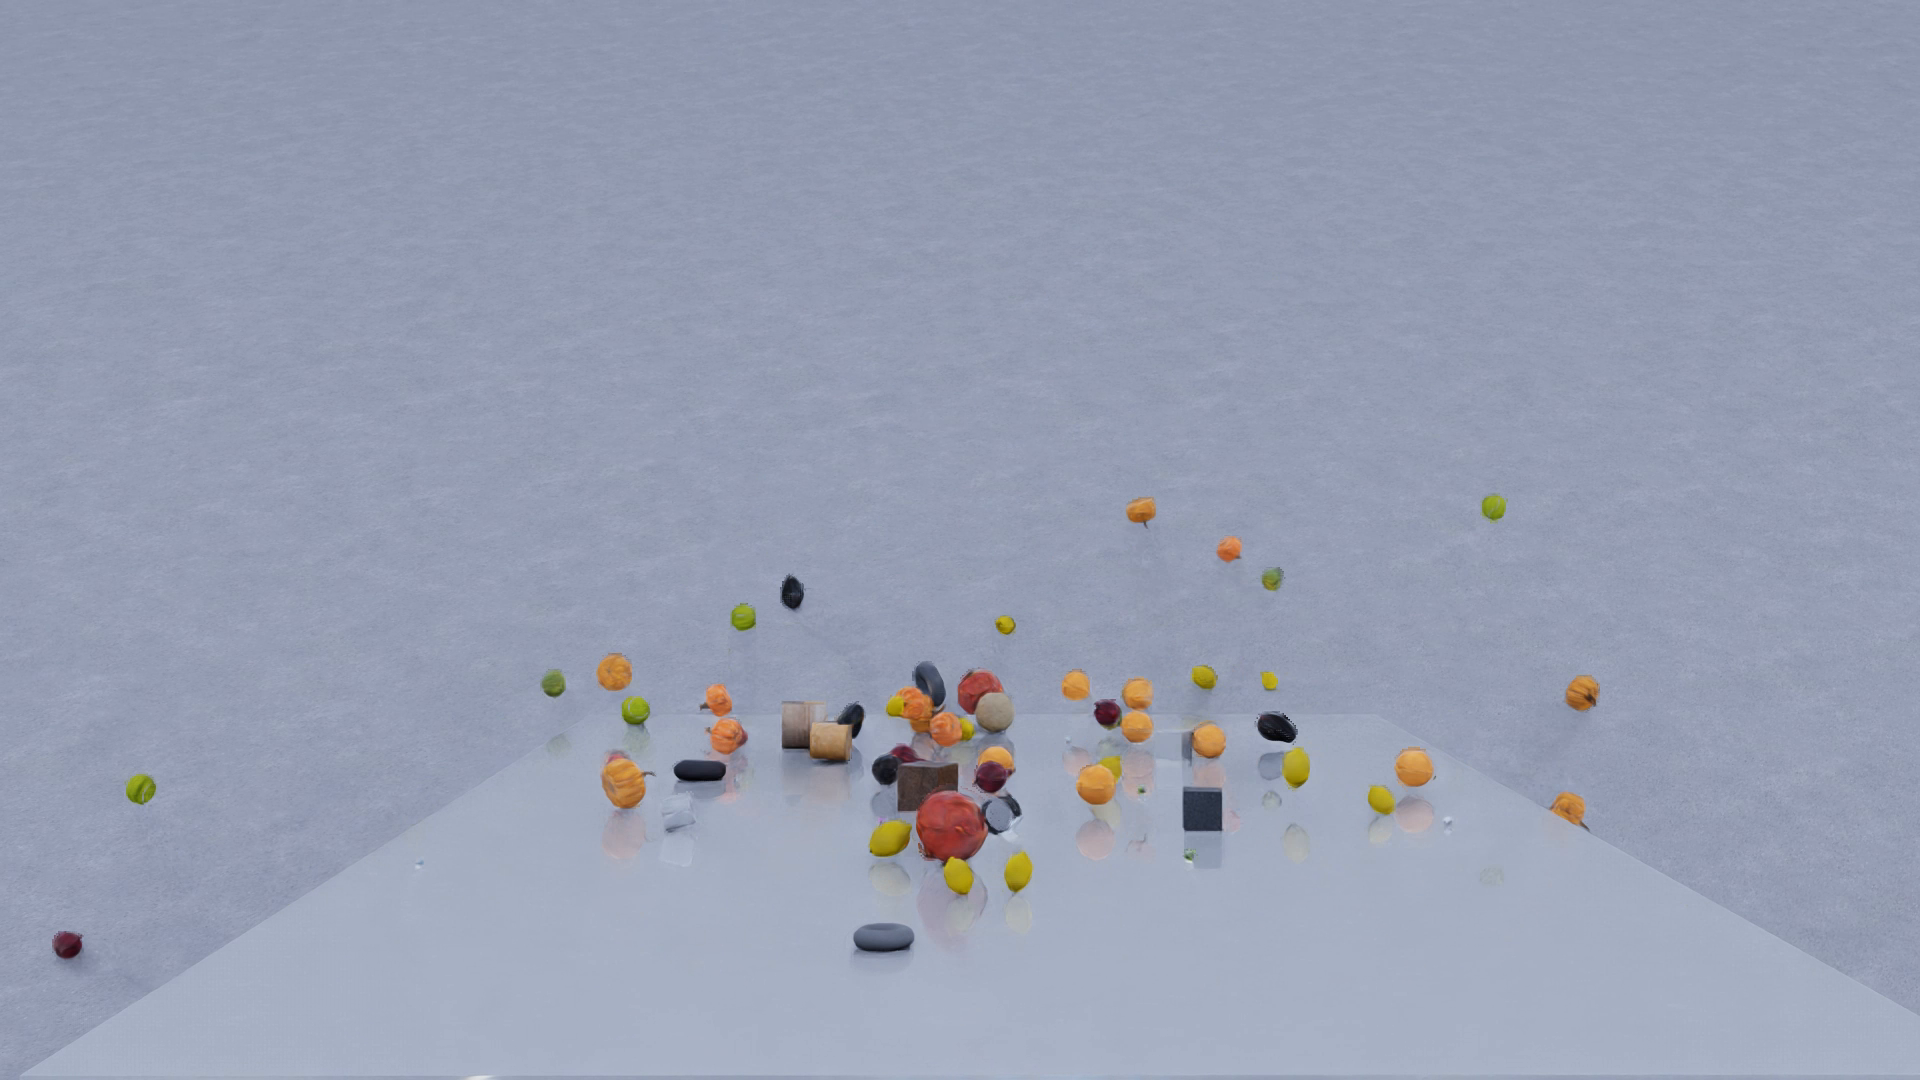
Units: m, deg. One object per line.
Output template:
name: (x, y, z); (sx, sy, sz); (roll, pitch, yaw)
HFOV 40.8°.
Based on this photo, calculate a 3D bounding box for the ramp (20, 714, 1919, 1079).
ramp: (0.060, 0.539, 4.575); (2.000, 0.100, 4.000); (0, 1, 0)

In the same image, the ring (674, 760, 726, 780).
ring: (-0.518, 0.459, 5.142); (0.104, 0.035, 0.104); (1, 0, 0)

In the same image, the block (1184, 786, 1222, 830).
block: (0.415, 0.459, 4.409); (0.066, 0.066, 0.066); (0, 1, 5)

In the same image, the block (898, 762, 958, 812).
block: (-0.058, 0.446, 4.665); (0.081, 0.081, 0.081); (1, 1, 26)

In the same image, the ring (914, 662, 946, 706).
ring: (-0.077, 0.371, 6.602); (0.040, 0.120, 0.120); (-20, 32, -23)

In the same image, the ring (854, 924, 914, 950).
ring: (-0.097, 0.505, 3.282); (0.078, 0.026, 0.078); (-1, 2, 0)

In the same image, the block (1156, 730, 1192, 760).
block: (0.457, 0.437, 5.520); (0.059, 0.059, 0.059); (1, 1, 27)

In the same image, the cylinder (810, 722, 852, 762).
cylinder: (-0.273, 0.425, 5.447); (0.077, 0.077, 0.077); (4, 27, 7)

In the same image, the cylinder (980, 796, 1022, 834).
cylinder: (0.068, 0.465, 4.363); (0.057, 0.057, 0.057); (10, 4, 19)

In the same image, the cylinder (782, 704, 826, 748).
cylinder: (-0.345, 0.411, 5.718); (0.099, 0.099, 0.099); (1, 26, -3)

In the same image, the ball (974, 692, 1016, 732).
ball: (0.083, 0.406, 6.094); (0.096, 0.096, 0.096); (0, 26, 0)
